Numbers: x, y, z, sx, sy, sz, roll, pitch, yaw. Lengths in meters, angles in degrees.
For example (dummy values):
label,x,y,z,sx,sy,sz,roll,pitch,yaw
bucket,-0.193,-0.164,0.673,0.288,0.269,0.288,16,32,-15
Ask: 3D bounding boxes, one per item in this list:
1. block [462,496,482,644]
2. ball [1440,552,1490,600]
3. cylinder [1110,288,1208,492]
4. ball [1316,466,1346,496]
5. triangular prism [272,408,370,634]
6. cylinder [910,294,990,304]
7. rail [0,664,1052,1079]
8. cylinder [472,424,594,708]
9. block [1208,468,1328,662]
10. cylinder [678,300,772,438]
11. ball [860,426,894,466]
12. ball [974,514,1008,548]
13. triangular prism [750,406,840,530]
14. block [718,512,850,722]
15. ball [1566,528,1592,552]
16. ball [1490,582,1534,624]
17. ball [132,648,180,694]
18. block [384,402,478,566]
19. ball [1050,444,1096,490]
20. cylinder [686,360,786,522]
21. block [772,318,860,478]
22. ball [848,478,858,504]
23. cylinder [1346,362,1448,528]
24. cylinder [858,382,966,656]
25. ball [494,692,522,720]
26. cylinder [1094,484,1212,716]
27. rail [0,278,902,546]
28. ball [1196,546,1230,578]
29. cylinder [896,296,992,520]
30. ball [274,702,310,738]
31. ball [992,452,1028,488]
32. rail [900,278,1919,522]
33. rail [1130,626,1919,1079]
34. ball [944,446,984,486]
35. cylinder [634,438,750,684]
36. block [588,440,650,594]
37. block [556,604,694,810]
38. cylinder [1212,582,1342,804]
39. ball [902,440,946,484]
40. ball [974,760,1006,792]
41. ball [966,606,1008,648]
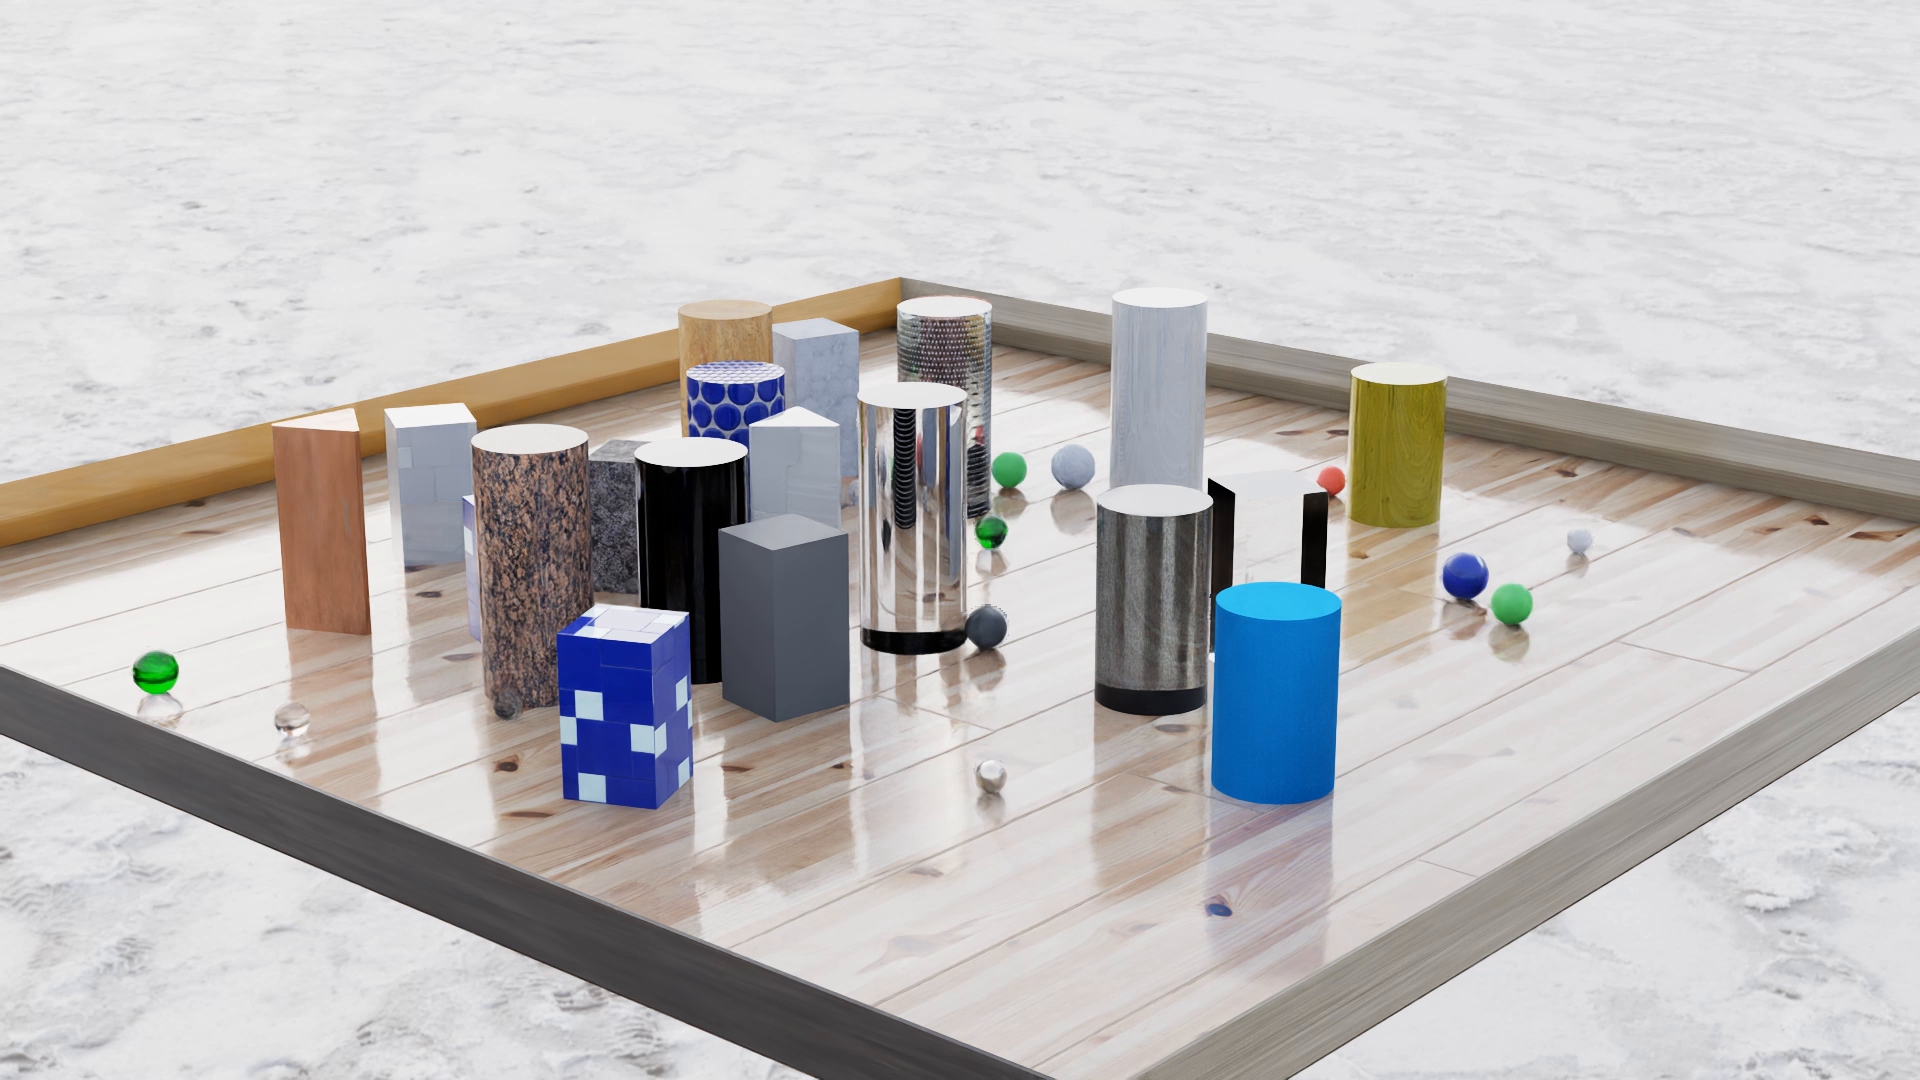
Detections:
label,x,y,z,sx,sy,sz,roll,pitch,yaw
block,-0.724,0.051,4.843,0.143,0.238,0.143,-9,19,-26
ball,0.874,0.062,5.075,0.083,0.083,0.083,0,17,0
cylinder,0.375,-0.256,5.551,0.179,0.415,0.179,0,17,0
ball,0.721,-0.115,5.699,0.058,0.058,0.058,0,17,0
triangular prism,-1.043,-0.034,4.929,0.155,0.352,0.134,5,17,15
cylinder,-0.027,-0.328,5.966,0.179,0.311,0.179,0,17,0
rail,-0.968,0.353,4.055,2.990,0.116,0.045,14,22,39
cylinder,-0.664,0.039,4.587,0.179,0.409,0.179,0,17,0
block,0.491,0.055,4.719,0.143,0.302,0.143,-6,18,-20
cylinder,-0.449,-0.263,5.650,0.179,0.371,0.179,0,17,0
ball,-0.173,-0.189,5.904,0.082,0.082,0.082,0,17,0
ball,0.057,-0.015,5.364,0.063,0.063,0.063,0,17,0
triangular prism,-0.289,-0.083,5.206,0.155,0.283,0.134,0,17,0
block,-0.272,0.119,4.552,0.143,0.277,0.143,-13,21,-37
ball,1.128,0.000,5.340,0.047,0.047,0.047,0,17,0
ball,0.931,0.107,4.944,0.071,0.071,0.071,0,17,0
ball,-1.266,0.207,4.615,0.073,0.073,0.073,0,17,0
block,-0.954,-0.101,5.313,0.143,0.257,0.143,-6,18,-18
ball,0.222,-0.144,5.744,0.089,0.089,0.089,0,17,0
cylinder,-0.407,-0.152,5.370,0.179,0.320,0.179,0,17,0
block,-0.298,-0.278,5.832,0.143,0.293,0.143,-10,20,-30
ball,-0.190,-0.092,5.635,0.053,0.053,0.053,0,17,0
cylinder,0.823,-0.180,5.540,0.179,0.276,0.179,0,17,0
cylinder,-0.078,-0.036,4.824,0.179,0.416,0.179,0,17,0
ball,-0.696,0.255,4.506,0.042,0.042,0.042,0,17,0
cylinder,0.301,0.092,4.564,0.179,0.321,0.179,0,17,0
rail,-1.111,-0.251,6.045,0.045,0.116,3.000,14,22,39
ball,0.448,0.039,5.193,0.058,0.058,0.058,0,17,0
cylinder,-0.029,-0.250,5.569,0.179,0.394,0.179,0,17,0
ball,-1.010,0.272,4.433,0.054,0.054,0.054,0,17,0
ball,0.097,-0.139,5.757,0.071,0.071,0.071,0,17,0
rail,0.968,-0.294,6.188,2.990,0.116,0.045,14,22,39
rail,1.111,0.309,4.199,0.045,0.116,3.000,14,22,39
ball,0.009,-0.146,5.768,0.077,0.077,0.077,0,17,0
cylinder,-0.426,0.032,4.696,0.179,0.360,0.179,0,17,0
block,-0.564,-0.040,5.143,0.143,0.238,0.143,4,17,13
block,-0.479,0.238,4.208,0.143,0.249,0.143,5,18,16
cylinder,0.455,0.219,4.223,0.179,0.277,0.179,0,17,0
ball,-0.072,-0.153,5.777,0.086,0.086,0.086,0,17,0
ball,0.044,0.340,4.219,0.047,0.047,0.047,0,17,0
ball,0.043,0.144,4.826,0.069,0.069,0.069,0,17,0
